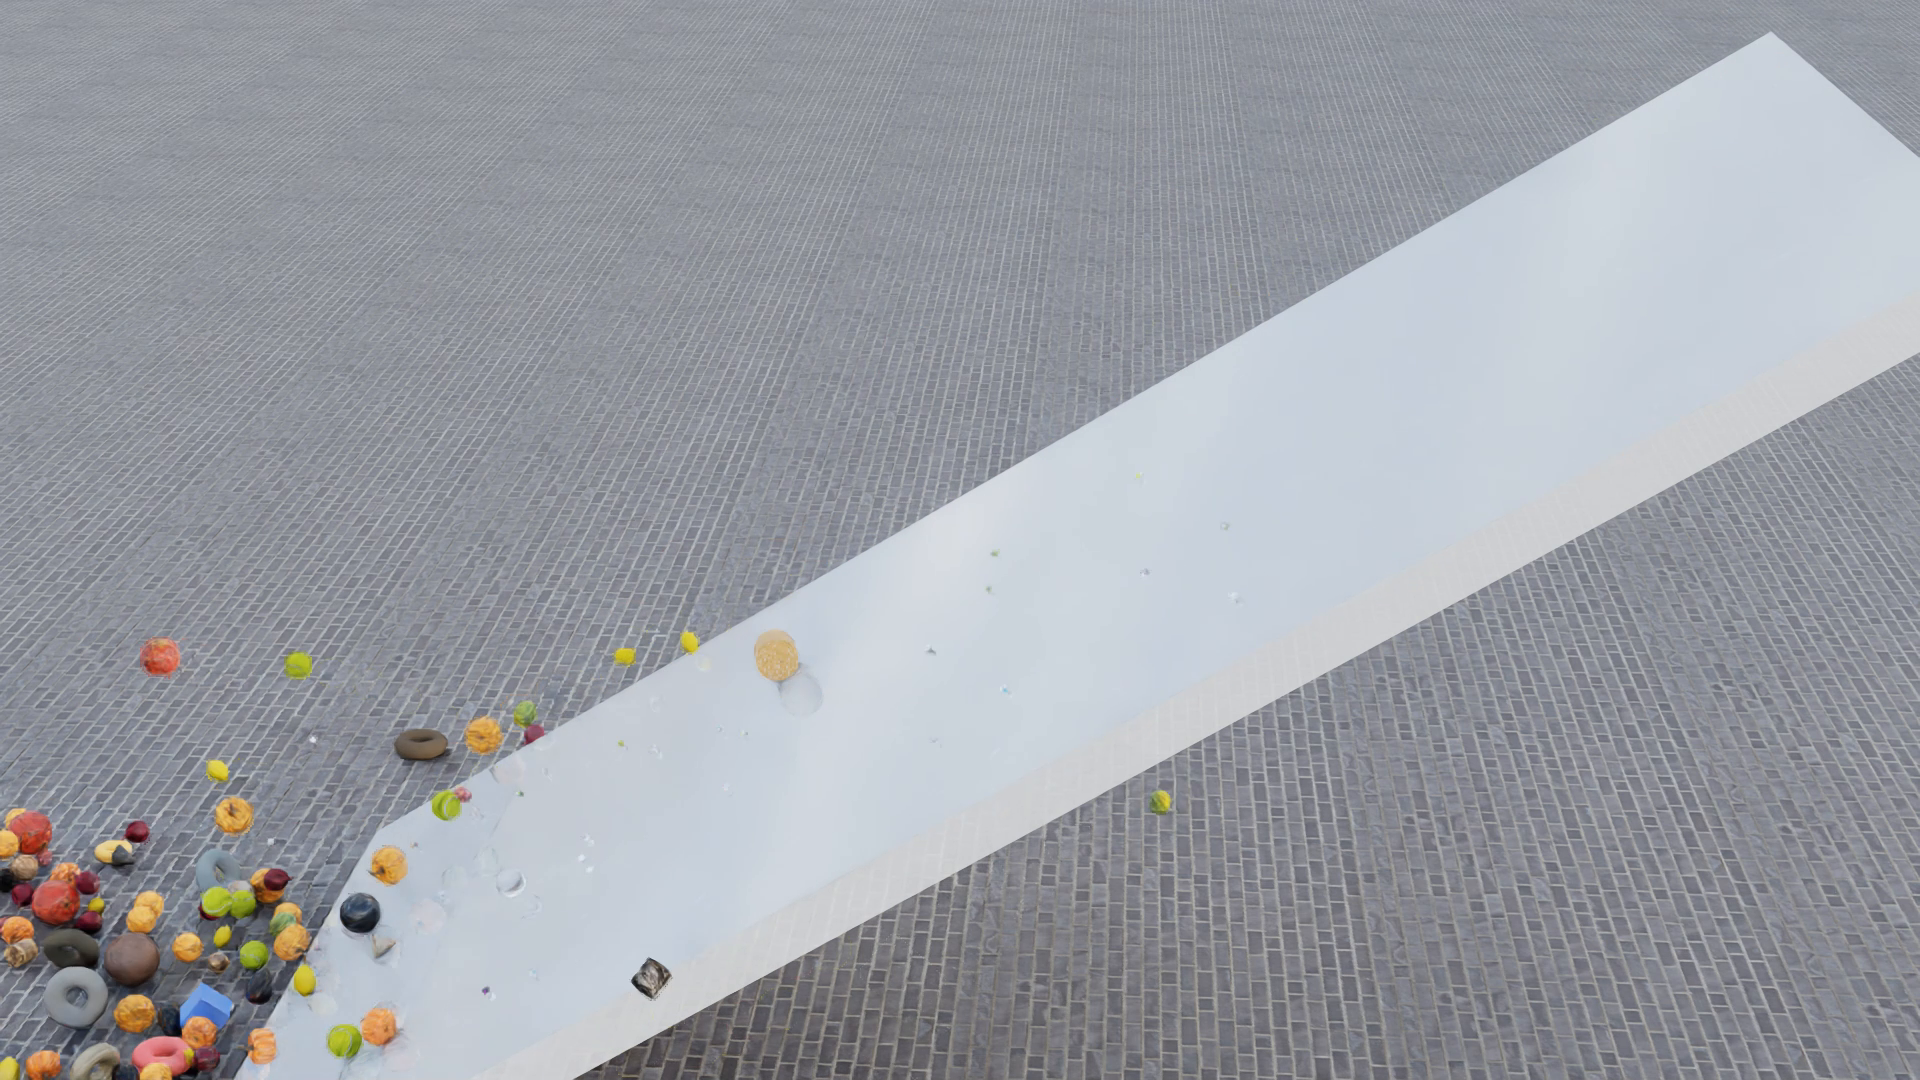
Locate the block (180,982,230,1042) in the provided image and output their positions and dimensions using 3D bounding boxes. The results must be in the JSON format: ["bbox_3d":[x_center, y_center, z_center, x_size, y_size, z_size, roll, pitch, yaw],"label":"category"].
[{"bbox_3d":[-1.746,1.094,6.806,0.082,0.082,0.082,38,7,-22],"label":"block"}]

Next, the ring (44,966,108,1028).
[{"bbox_3d":[-2.053,1.062,6.834,0.146,0.146,0.049,-2,9,-5],"label":"ring"}]

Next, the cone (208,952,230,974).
[{"bbox_3d":[-1.792,1.020,7.076,0.052,0.052,0.052,1,-2,3],"label":"cone"}]

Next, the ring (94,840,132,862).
[{"bbox_3d":[-2.220,0.816,7.714,0.096,0.032,0.096,-1,20,0],"label":"ring"}]

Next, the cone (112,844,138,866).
[{"bbox_3d":[-2.164,0.831,7.646,0.061,0.061,0.061,24,21,-1],"label":"cone"}]

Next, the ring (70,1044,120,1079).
[{"bbox_3d":[-1.930,1.180,6.564,0.041,0.123,0.123,30,33,31],"label":"ring"}]

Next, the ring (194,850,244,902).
[{"bbox_3d":[-1.879,0.851,7.454,0.046,0.139,0.139,-26,2,35],"label":"ring"}]

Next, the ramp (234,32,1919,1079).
[{"bbox_3d":[0.141,0.169,6.290,4.000,0.100,2.000,-30,15,13],"label":"ramp"}]

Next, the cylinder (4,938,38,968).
[{"bbox_3d":[-2.281,1.002,7.146,0.055,0.055,0.055,9,22,25],"label":"cylinder"}]

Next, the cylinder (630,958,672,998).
[{"bbox_3d":[-0.574,0.813,5.457,0.054,0.054,0.054,18,62,42],"label":"cylinder"}]

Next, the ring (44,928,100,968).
[{"bbox_3d":[-2.142,0.987,7.089,0.135,0.135,0.045,2,42,5],"label":"ring"}]

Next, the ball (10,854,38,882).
[{"bbox_3d":[-2.400,0.842,7.544,0.069,0.069,0.069,0,20,0],"label":"ball"}]

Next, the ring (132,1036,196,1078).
[{"bbox_3d":[-1.808,1.174,6.680,0.143,0.048,0.143,4,20,-1],"label":"ring"}]

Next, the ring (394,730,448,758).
[{"bbox_3d":[-1.530,0.580,8.354,0.148,0.049,0.148,1,19,0],"label":"ring"}]

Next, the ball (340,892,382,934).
[{"bbox_3d":[-1.400,0.872,6.870,0.096,0.096,0.096,0,20,0],"label":"ball"}]

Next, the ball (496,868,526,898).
[{"bbox_3d":[-0.985,0.752,6.451,0.065,0.065,0.065,0,20,0],"label":"ball"}]

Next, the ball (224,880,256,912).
[{"bbox_3d":[-1.816,0.898,7.415,0.078,0.078,0.078,0,20,0],"label":"ball"}]
